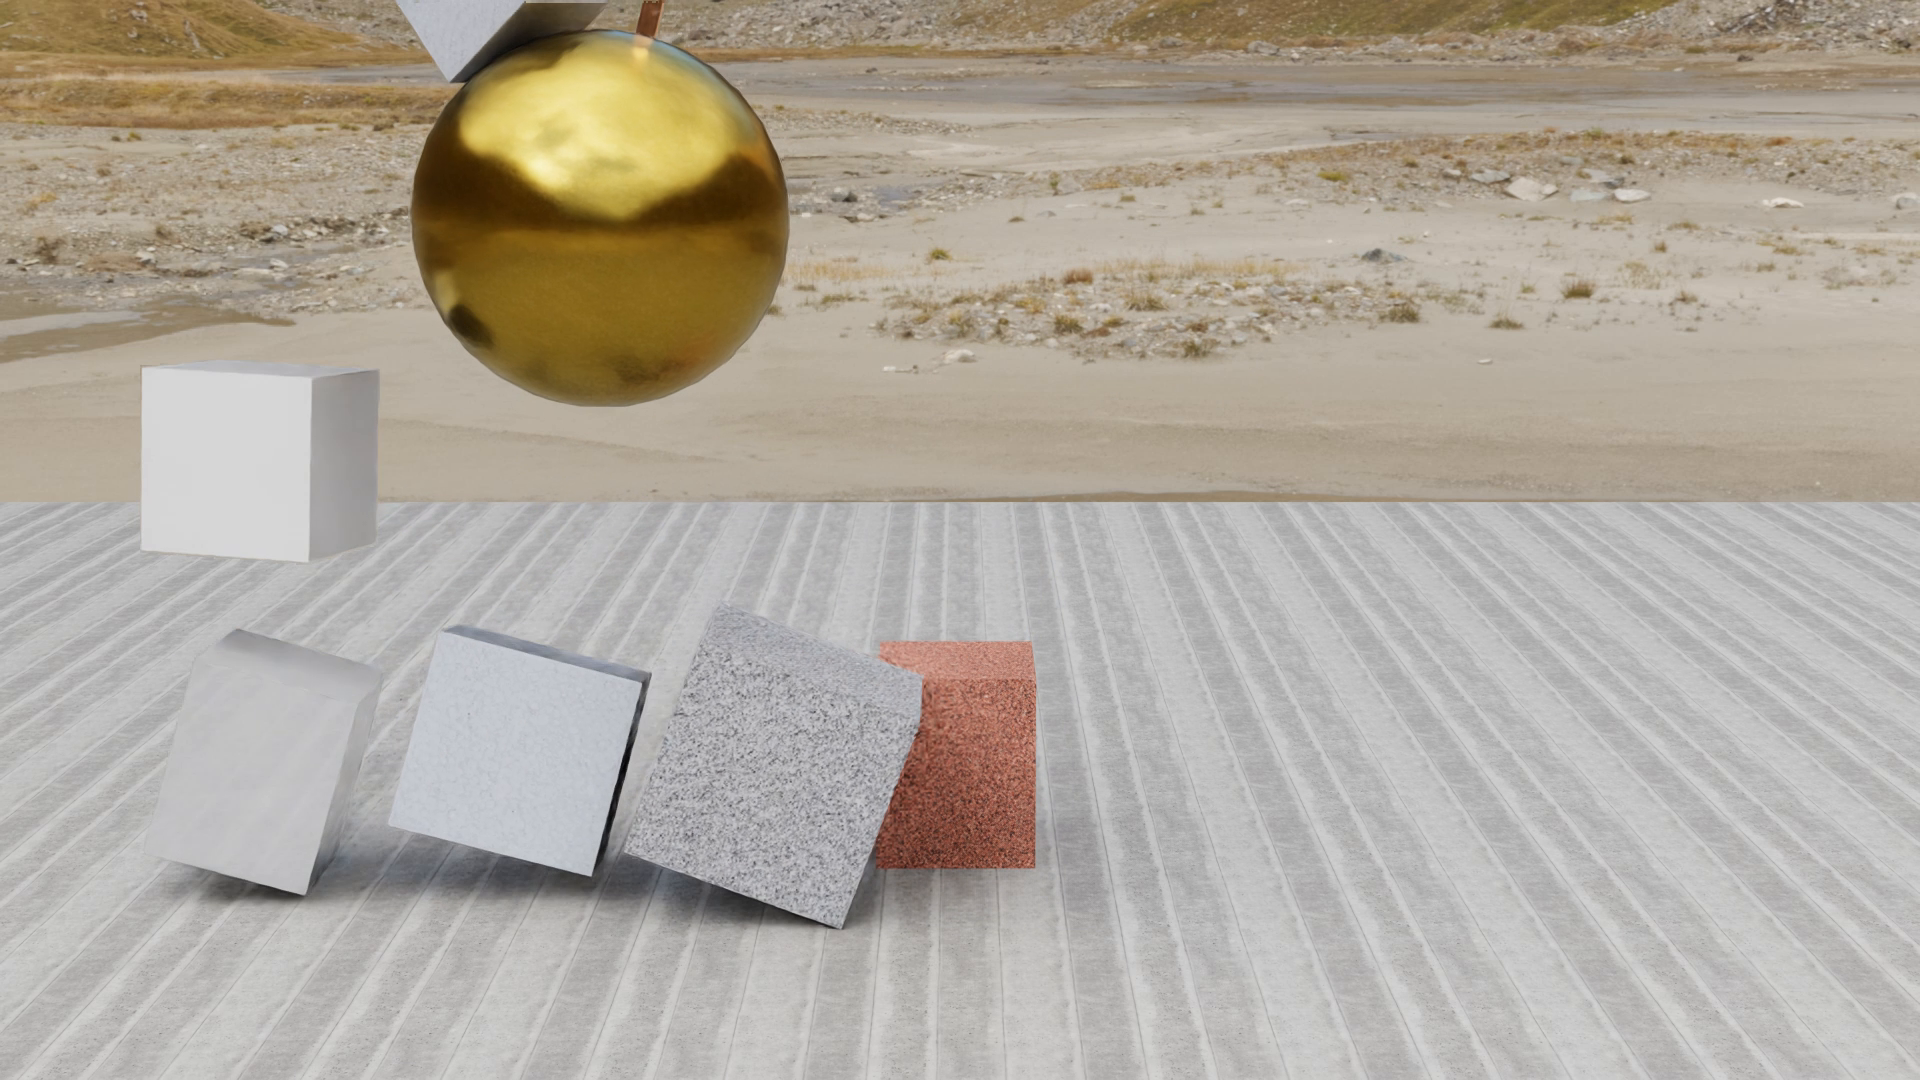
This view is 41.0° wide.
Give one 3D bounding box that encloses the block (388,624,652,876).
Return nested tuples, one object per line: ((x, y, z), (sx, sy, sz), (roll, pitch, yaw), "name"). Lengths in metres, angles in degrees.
((-1.916, 0.909, 11.296), (0.888, 0.855, 0.723), (15, -1, -3), "block")

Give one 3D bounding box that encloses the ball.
((-1.524, -1.363, 10.932), (1.600, 1.600, 1.600), (0, 10, 0), "ball")

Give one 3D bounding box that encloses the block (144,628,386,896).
((-3.026, 0.957, 11.245), (0.696, 0.867, 0.764), (16, 7, -6), "block")

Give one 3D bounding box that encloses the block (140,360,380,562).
((-3.053, -0.361, 11.237), (0.761, 0.782, 0.734), (4, 7, 9), "block")

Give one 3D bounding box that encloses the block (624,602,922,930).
((-0.777, 0.944, 10.955), (0.958, 0.948, 0.822), (20, 10, -4), "block")

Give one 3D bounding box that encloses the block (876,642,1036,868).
((-0.018, 0.974, 11.780), (0.710, 0.869, 0.770), (0, 10, 0), "block")

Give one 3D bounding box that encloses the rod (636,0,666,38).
((-0.660, -4.599, 10.344), (0.080, 5.200, 0.080), (14, 10, -3), "rod")

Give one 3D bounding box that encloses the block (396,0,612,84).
((-1.972, -2.363, 10.975), (0.560, 0.555, 0.593), (-38, -9, 31), "block")
